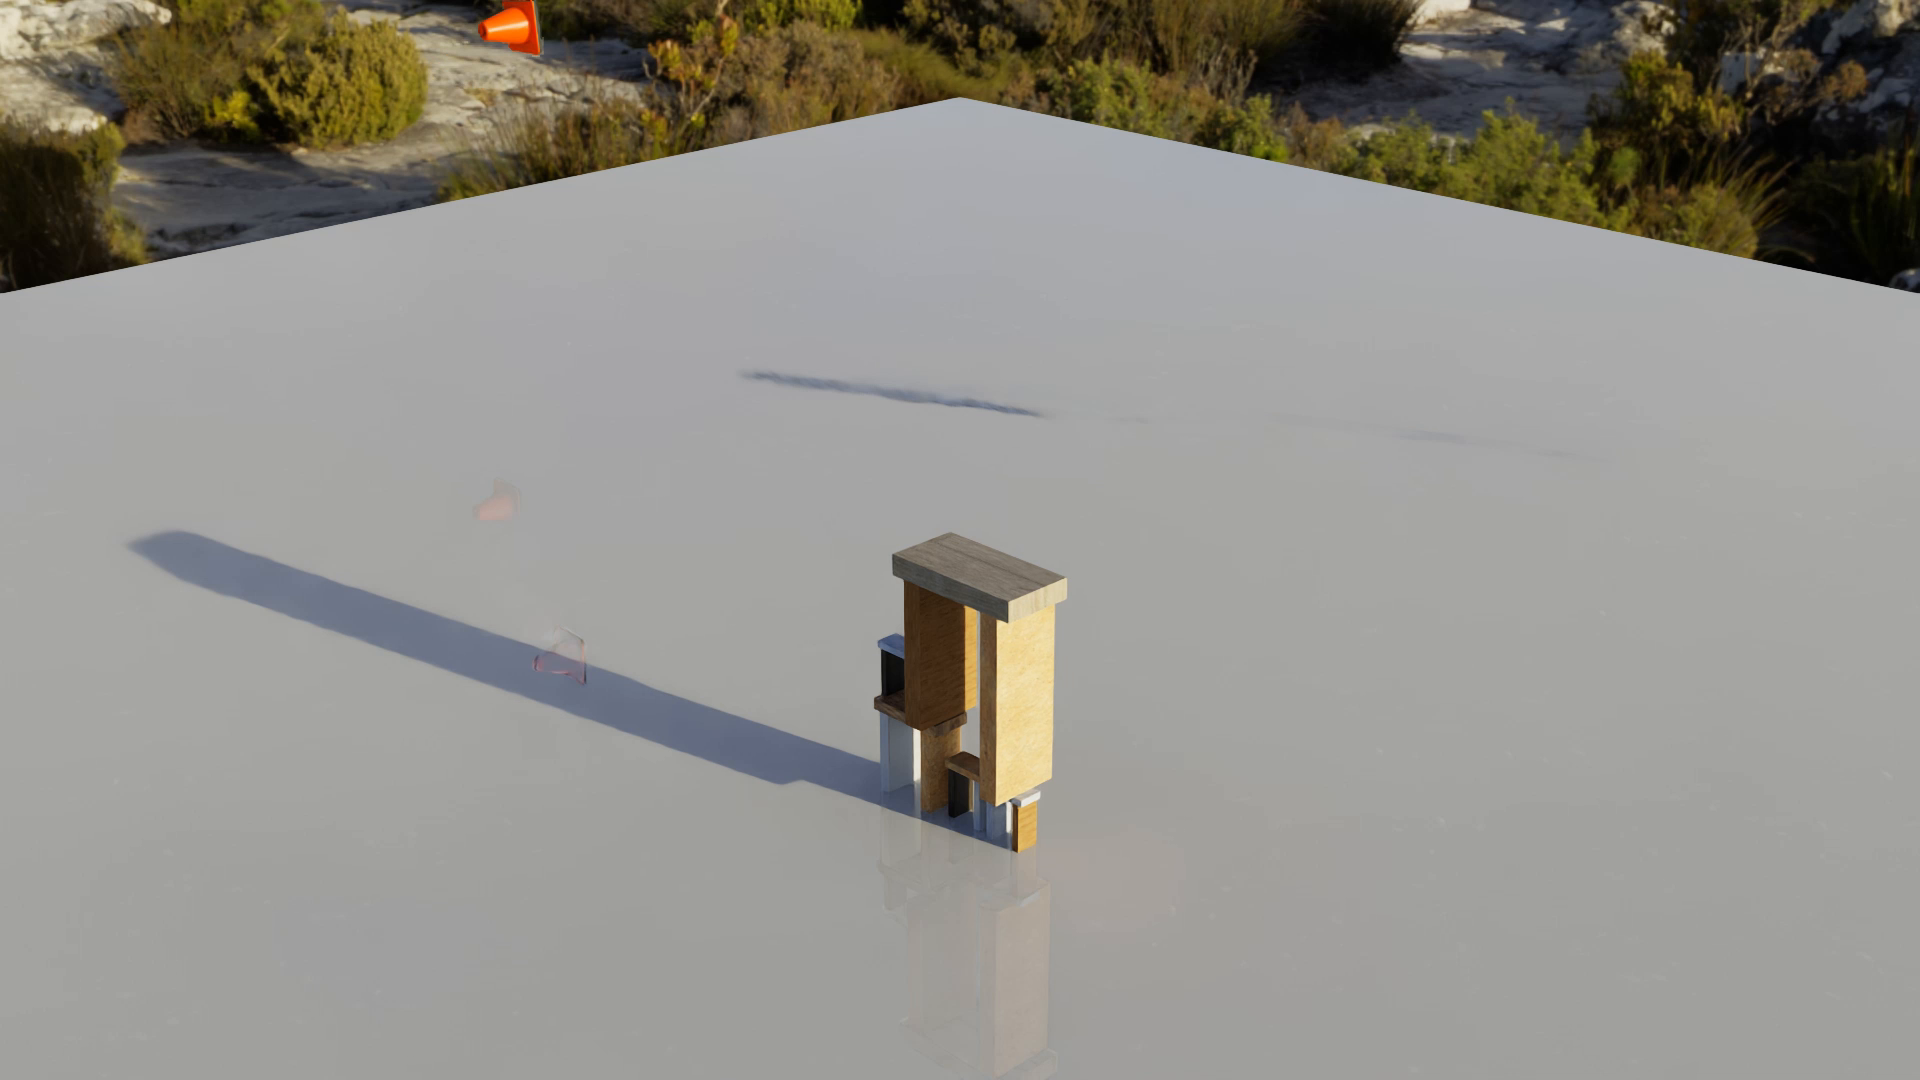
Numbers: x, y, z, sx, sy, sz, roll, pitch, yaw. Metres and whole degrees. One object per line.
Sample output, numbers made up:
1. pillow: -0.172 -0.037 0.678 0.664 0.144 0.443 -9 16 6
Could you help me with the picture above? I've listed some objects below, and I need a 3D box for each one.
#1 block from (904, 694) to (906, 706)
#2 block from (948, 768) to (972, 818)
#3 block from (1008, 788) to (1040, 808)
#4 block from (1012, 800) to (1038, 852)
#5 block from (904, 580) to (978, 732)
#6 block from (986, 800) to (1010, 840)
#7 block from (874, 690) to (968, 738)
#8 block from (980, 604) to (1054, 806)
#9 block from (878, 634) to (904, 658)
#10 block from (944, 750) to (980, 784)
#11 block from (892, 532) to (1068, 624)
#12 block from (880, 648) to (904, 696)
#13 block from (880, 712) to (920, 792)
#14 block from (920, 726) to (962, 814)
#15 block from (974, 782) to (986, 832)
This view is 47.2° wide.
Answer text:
1. block: -0.088 0.282 4.441 0.015 0.103 0.052 21 31 41
2. block: 0.001 0.502 4.439 0.015 0.109 0.054 21 31 41
3. block: 0.101 0.490 4.314 0.053 0.015 0.106 -21 31 -40
4. block: 0.127 0.556 4.315 0.053 0.106 0.015 -21 31 -41
5. block: -0.037 0.206 4.349 0.045 0.315 0.158 21 31 41
6. block: 0.077 0.536 4.361 0.053 0.106 0.015 -21 31 -41
7. block: -0.081 0.345 4.456 0.179 0.025 0.090 21 31 41
8. block: 0.109 0.302 4.228 0.157 0.398 0.045 -21 31 -40
9. block: -0.112 0.218 4.441 0.104 0.015 0.052 21 31 41
10. block: 0.027 0.455 4.391 0.109 0.015 0.054 21 31 41
11. block: 0.035 0.069 4.210 0.157 0.045 0.315 -21 31 -40
12. block: -0.137 0.262 4.486 0.015 0.103 0.052 21 31 41
13. block: -0.123 0.423 4.535 0.025 0.179 0.090 21 31 41
14. block: -0.039 0.456 4.457 0.025 0.179 0.090 21 31 41
15. block: 0.053 0.522 4.392 0.015 0.109 0.054 21 31 41
